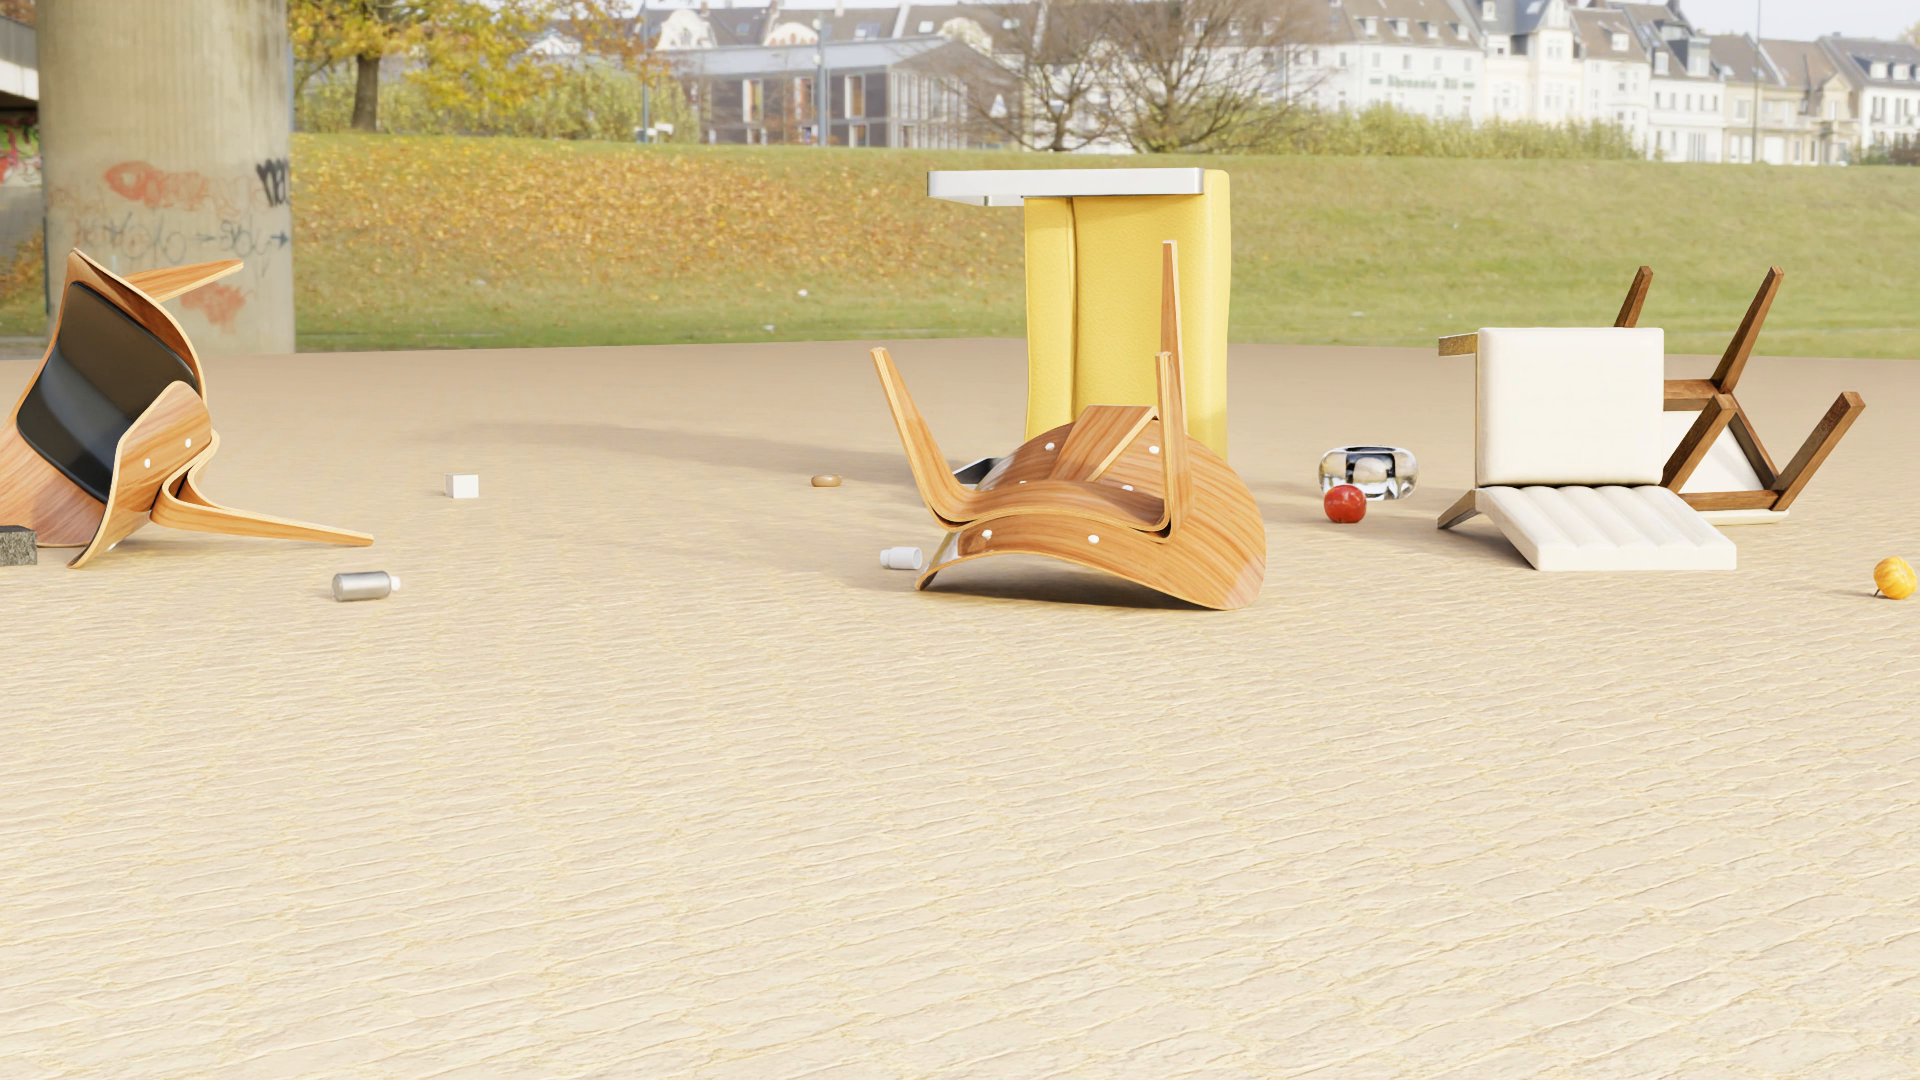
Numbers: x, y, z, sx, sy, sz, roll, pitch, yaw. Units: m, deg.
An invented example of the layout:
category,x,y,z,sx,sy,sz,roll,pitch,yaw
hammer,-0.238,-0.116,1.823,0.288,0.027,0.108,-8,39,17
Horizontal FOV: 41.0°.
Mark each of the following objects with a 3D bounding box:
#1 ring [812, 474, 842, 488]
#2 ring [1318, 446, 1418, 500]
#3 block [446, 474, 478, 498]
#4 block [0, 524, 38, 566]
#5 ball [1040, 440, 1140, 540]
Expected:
category,x,y,z,sx,sy,sz,roll,pitch,yaw
ring,-0.418,-0.185,8.035,0.101,0.036,0.053,-3,8,-19
ring,1.217,-0.198,7.642,0.314,0.145,0.280,-5,9,-35
block,-1.489,-0.163,7.671,0.075,0.066,0.084,-3,7,-27
block,-2.217,0.014,5.896,0.144,0.077,0.178,-4,7,-33
ball,0.324,-0.124,6.404,0.248,0.248,0.248,0,6,0
